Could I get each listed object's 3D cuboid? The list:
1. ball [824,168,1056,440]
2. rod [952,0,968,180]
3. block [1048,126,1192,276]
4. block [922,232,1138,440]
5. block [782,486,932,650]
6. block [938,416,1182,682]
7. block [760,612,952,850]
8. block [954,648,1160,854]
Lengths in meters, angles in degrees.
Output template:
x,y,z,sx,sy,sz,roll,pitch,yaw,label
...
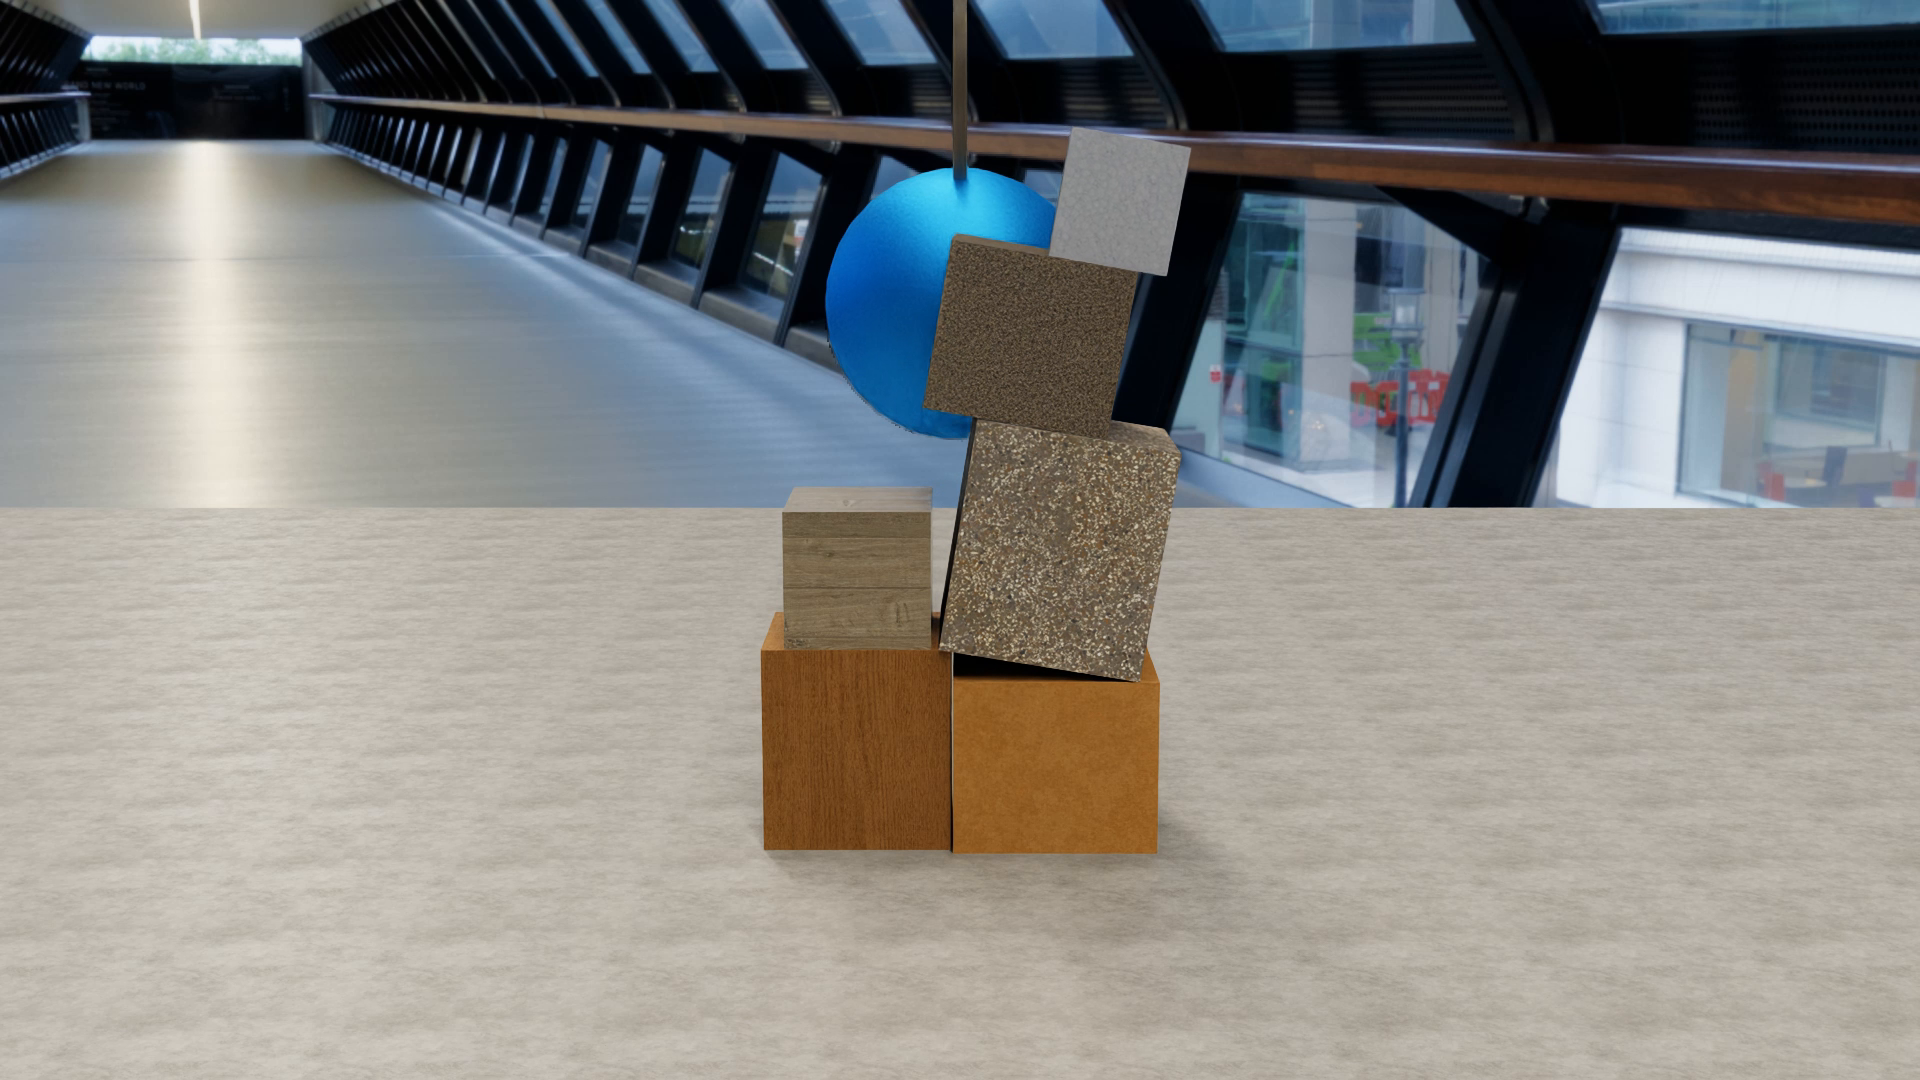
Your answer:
x,y,z,sx,sy,sz,roll,pitch,yaw,label
0.000,-1.394,13.035,1.600,1.600,1.600,0,10,0,ball
0.000,-4.323,11.308,0.080,5.200,0.080,0,31,0,rod
0.779,-1.676,10.856,0.577,0.623,0.610,10,10,0,block
0.344,-1.035,11.006,0.906,0.820,0.888,10,10,-1,block
-0.506,0.131,11.186,0.725,0.688,0.797,0,10,0,block
0.483,-0.023,11.164,1.001,1.148,0.948,9,10,-2,block
-0.513,0.968,11.372,0.938,1.026,0.896,0,10,0,block
0.475,1.041,11.388,1.017,0.877,1.019,0,10,0,block
